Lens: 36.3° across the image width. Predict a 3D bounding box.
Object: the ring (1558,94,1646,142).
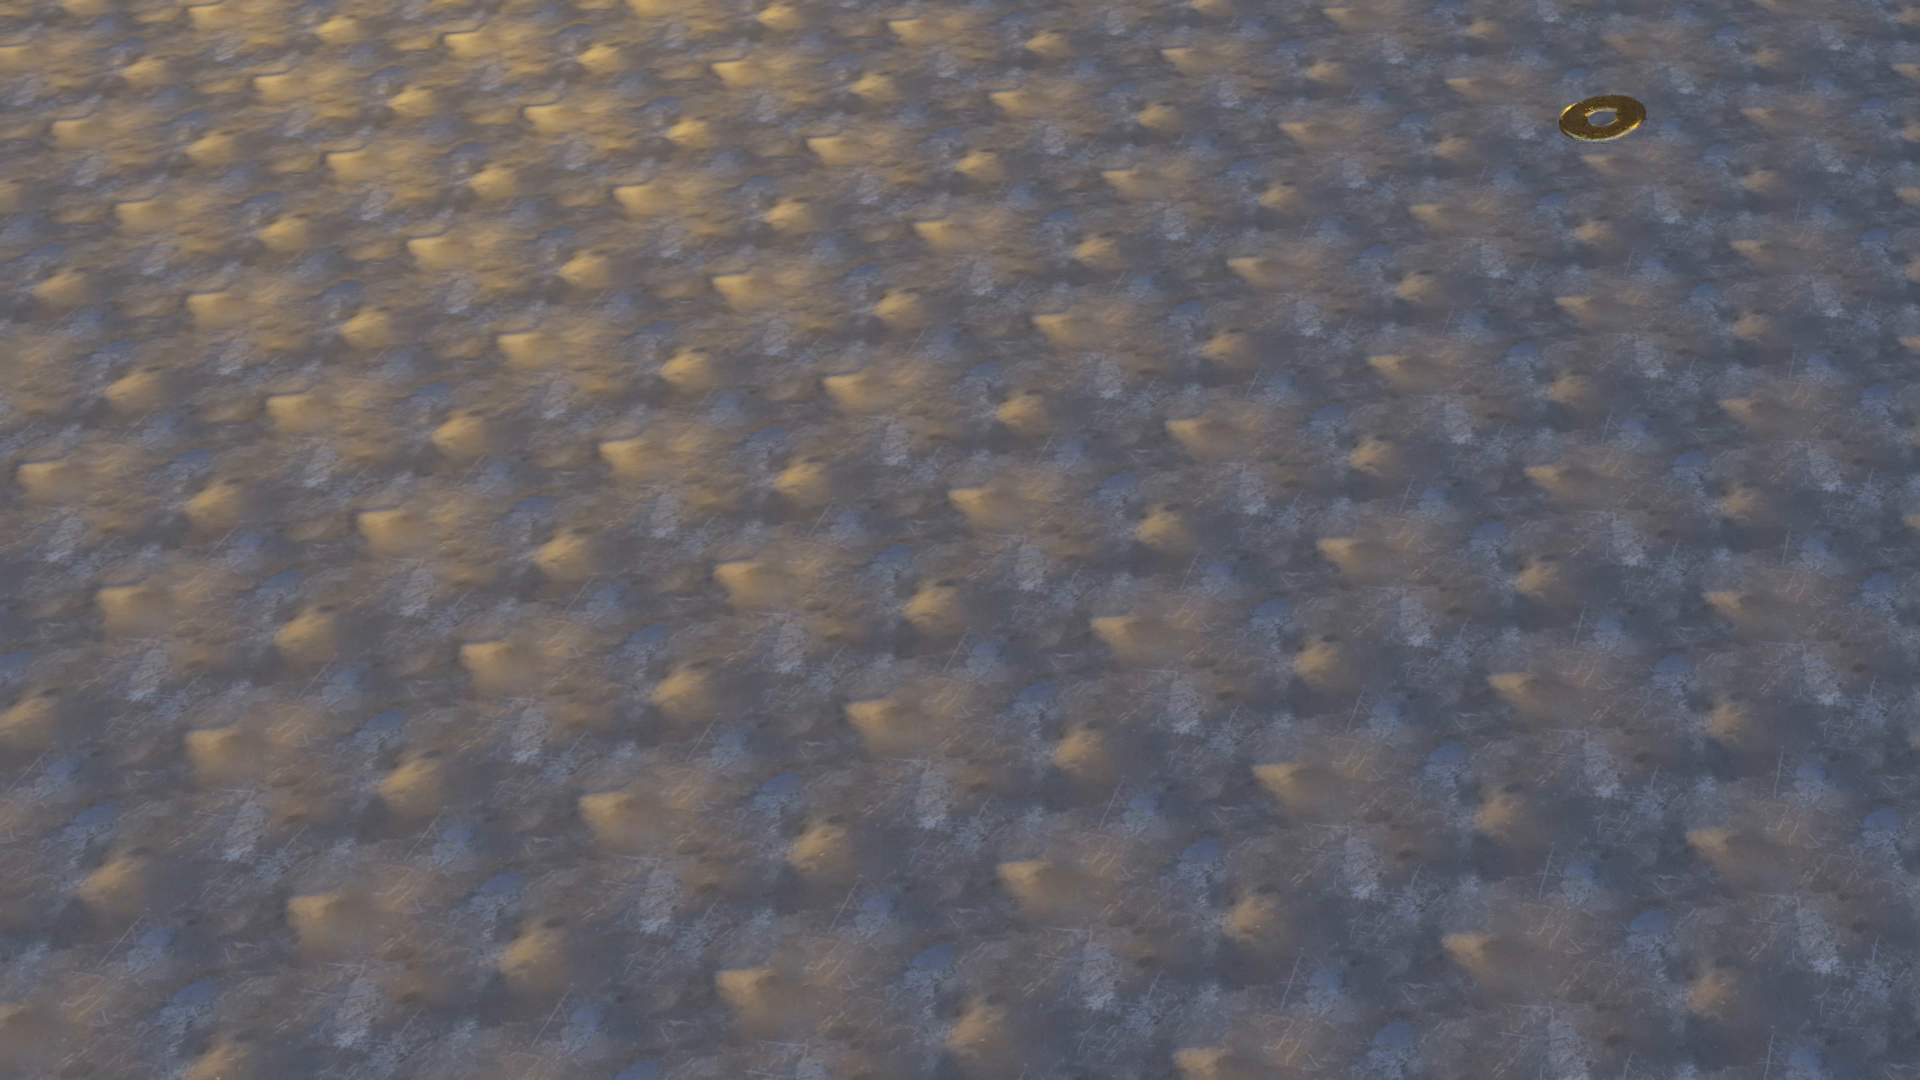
[{"bbox_3d":[2.009,-1.319,9.169,0.270,0.144,0.062,-8,-3,7],"label":"ring"}]
